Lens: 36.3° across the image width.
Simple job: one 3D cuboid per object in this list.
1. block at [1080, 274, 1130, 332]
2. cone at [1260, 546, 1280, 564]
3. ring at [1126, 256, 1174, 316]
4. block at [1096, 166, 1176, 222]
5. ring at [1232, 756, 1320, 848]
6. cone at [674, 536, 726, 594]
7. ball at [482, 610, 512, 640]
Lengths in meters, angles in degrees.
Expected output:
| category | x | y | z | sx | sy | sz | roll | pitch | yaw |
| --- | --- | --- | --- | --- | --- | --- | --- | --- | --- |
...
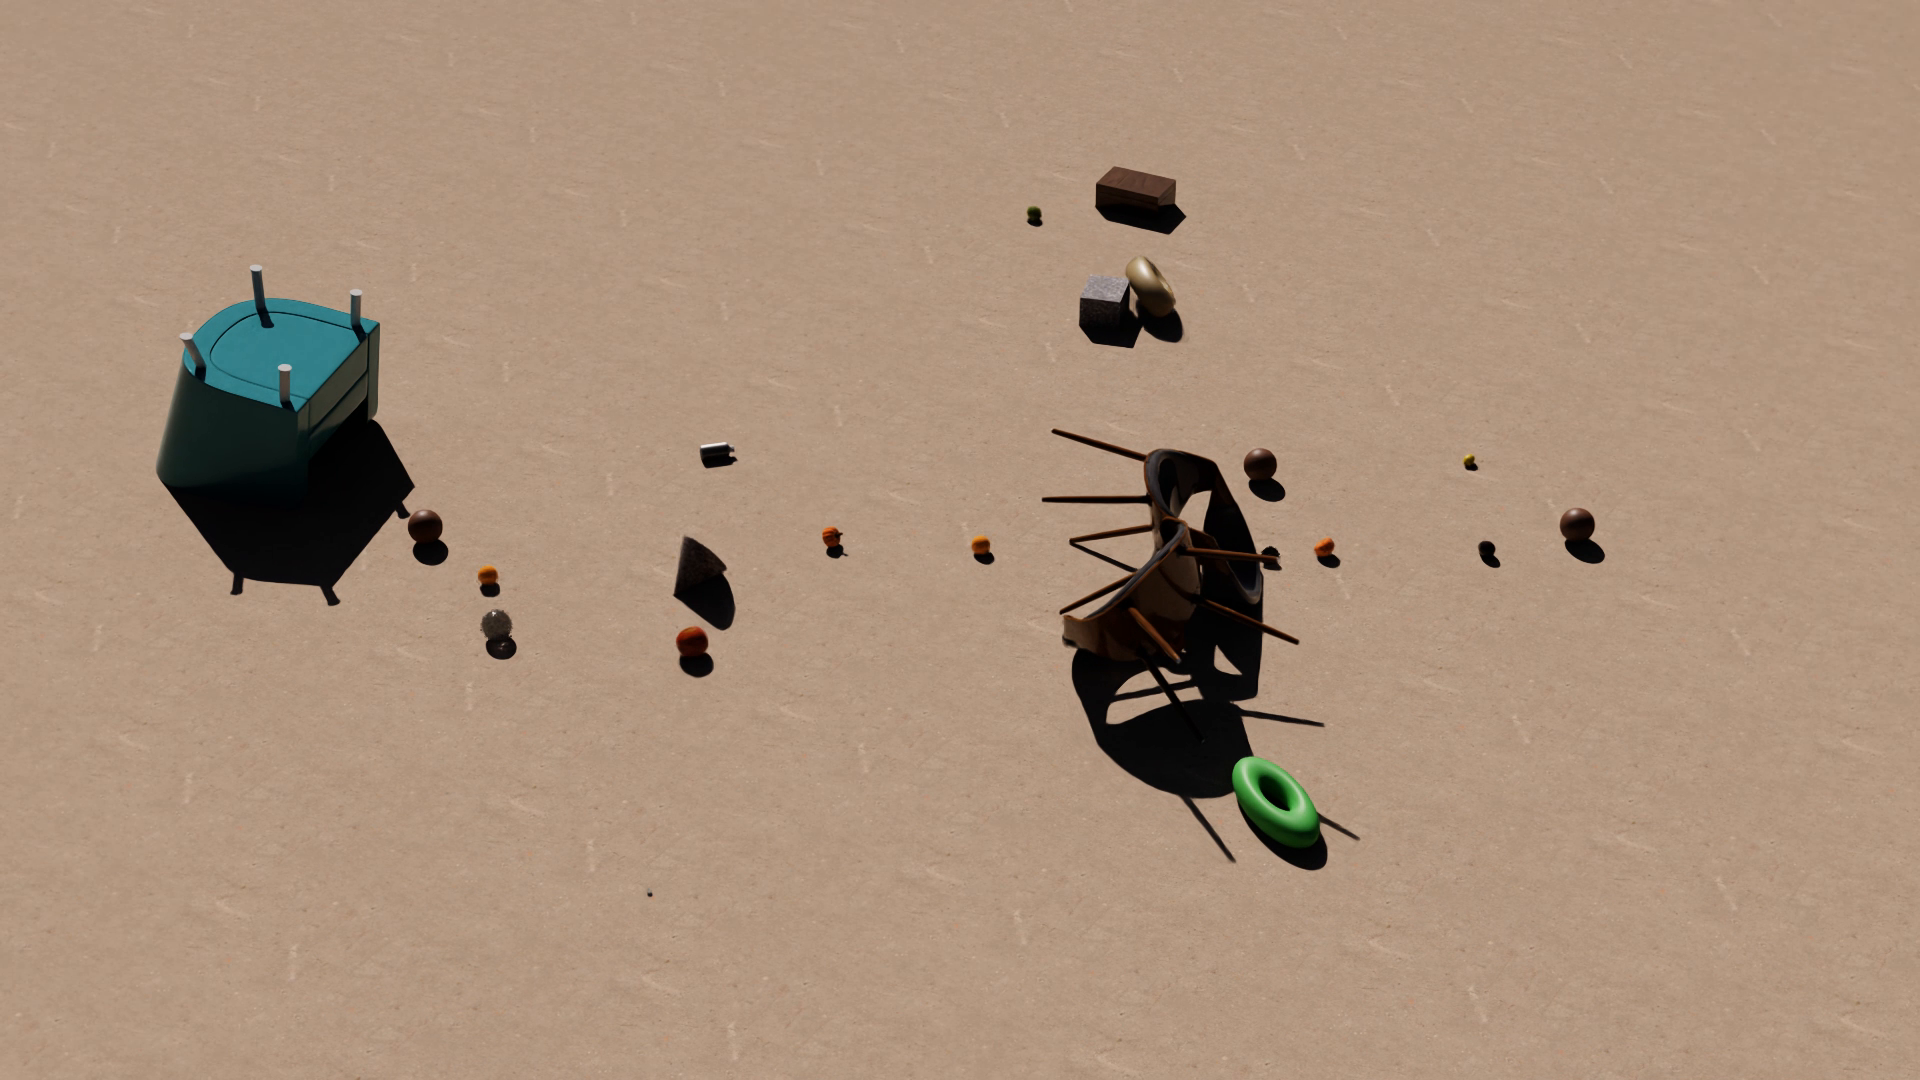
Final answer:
| category | x | y | z | sx | sy | sz | roll | pitch | yaw |
| --- | --- | --- | --- | --- | --- | --- | --- | --- | --- |
| block | 0.609 | -0.999 | 12.336 | 0.172 | 0.137 | 0.210 | 8 | 34 | 12 |
| cone | 1.140 | 0.052 | 10.837 | 0.070 | 0.067 | 0.076 | 42 | 5 | -8 |
| ring | 0.805 | -1.073 | 12.396 | 0.114 | 0.207 | 0.380 | -39 | 37 | 13 |
| block | 0.791 | -1.560 | 13.203 | 0.306 | 0.120 | 0.198 | 16 | 37 | 22 |
| ring | 1.028 | 0.854 | 9.554 | 0.208 | 0.105 | 0.455 | -12 | 36 | -21 |
| cone | -0.985 | 0.124 | 10.655 | 0.196 | 0.294 | 0.195 | 35 | 79 | 3 |
| ball | -1.642 | 0.302 | 10.388 | 0.107 | 0.107 | 0.107 | 0 | 33 | 0 |
